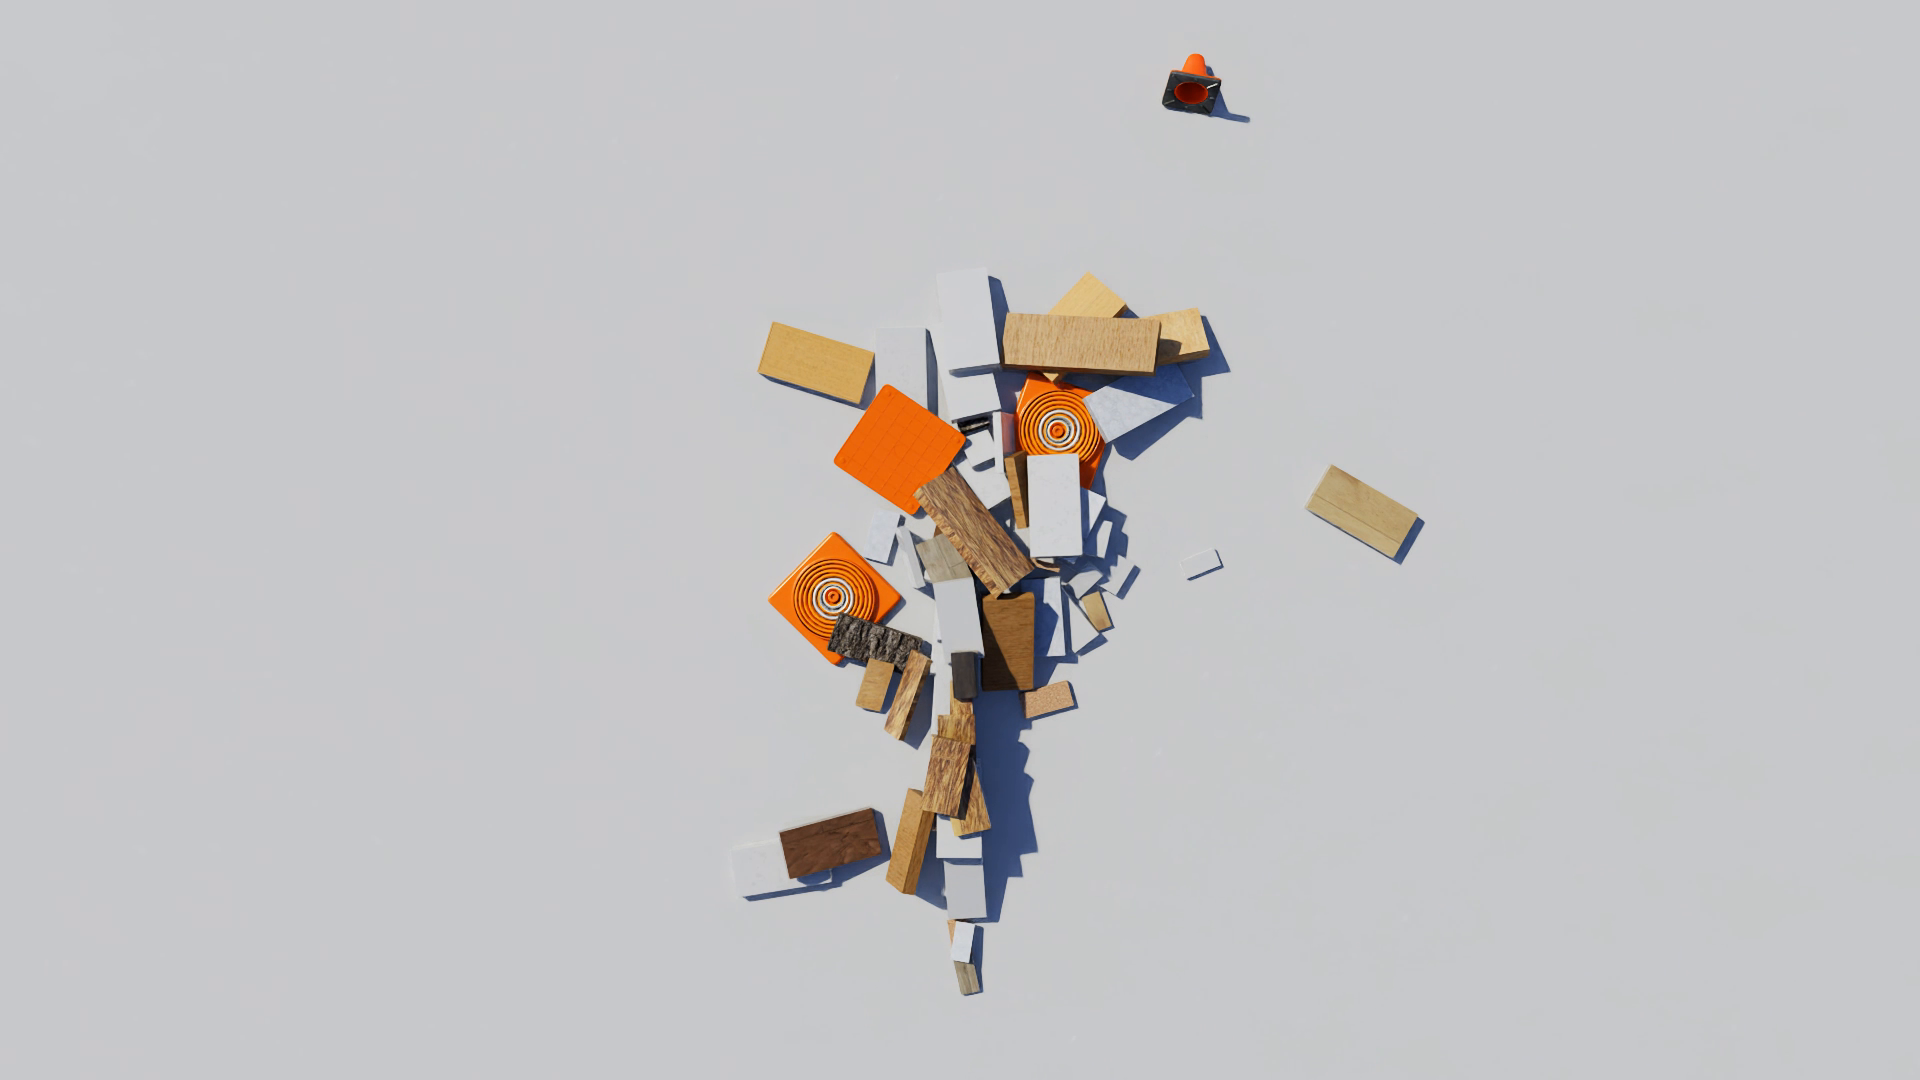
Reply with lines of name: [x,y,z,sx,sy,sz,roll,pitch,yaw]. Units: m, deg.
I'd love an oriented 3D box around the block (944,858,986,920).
block: [0.016,1.123,5.429,0.126,0.036,0.253,-4,107,1]

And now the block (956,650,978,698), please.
block: [0.022,0.432,5.309,0.073,0.021,0.154,-1,104,0]

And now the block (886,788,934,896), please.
block: [-0.160,0.989,5.419,0.044,0.157,0.314,14,90,-23]

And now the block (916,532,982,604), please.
block: [-0.035,0.108,5.371,0.128,0.036,0.256,-24,91,1]

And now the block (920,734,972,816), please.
block: [-0.046,0.753,5.266,0.120,0.034,0.239,11,97,2]

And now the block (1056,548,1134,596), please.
block: [0.444,0.069,5.483,0.241,0.034,0.121,31,90,0]

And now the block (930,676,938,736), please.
block: [-0.017,0.506,5.425,0.141,0.040,0.282,3,73,0]

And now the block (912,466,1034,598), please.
block: [0.045,-0.026,5.356,0.167,0.047,0.429,-34,83,-38]

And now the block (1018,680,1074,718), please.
block: [0.286,0.530,5.488,0.169,0.024,0.085,-16,90,0]

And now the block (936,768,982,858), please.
block: [-0.002,0.888,5.372,0.144,0.041,0.289,0,78,0]

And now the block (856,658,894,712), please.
block: [-0.282,0.480,5.453,0.085,0.024,0.169,14,110,-10]

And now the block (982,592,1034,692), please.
block: [0.155,0.334,5.400,0.167,0.047,0.335,-3,115,-6]

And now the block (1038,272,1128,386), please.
block: [0.368,-0.698,5.446,0.353,0.050,0.176,-47,70,0]

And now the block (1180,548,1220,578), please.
block: [0.799,0.078,5.491,0.122,0.017,0.061,-22,90,0]

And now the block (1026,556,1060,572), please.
block: [0.245,0.074,5.457,0.170,0.085,0.024,14,90,0]

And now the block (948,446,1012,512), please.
block: [0.072,-0.219,5.450,0.118,0.034,0.237,-32,77,-7]

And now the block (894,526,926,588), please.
block: [-0.166,0.056,5.438,0.029,0.101,0.203,-17,96,-12]

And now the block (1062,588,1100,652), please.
block: [0.358,0.263,5.476,0.101,0.029,0.203,-39,90,11]

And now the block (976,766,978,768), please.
block: [0.003,0.880,5.455,0.126,0.036,0.253,-2,78,0]

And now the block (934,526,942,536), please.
block: [-0.009,-0.077,5.440,0.118,0.034,0.237,14,72,1]

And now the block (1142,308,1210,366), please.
block: [0.640,-0.657,5.443,0.331,0.047,0.166,-11,64,0]

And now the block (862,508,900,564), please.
block: [-0.262,-0.016,5.488,0.085,0.024,0.170,16,90,0]

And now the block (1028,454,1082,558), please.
block: [0.310,-0.110,5.388,0.167,0.047,0.335,-2,82,6]

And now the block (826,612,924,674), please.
block: [-0.281,0.343,5.442,0.289,0.037,0.130,19,100,-12]

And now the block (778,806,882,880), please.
block: [-0.430,0.998,5.437,0.314,0.044,0.157,-13,91,-15]

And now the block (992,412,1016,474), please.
block: [0.147,-0.316,5.415,0.028,0.099,0.199,-4,87,28]

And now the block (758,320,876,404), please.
block: [-0.477,-0.588,5.475,0.353,0.050,0.176,17,90,0]

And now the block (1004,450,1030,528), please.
block: [0.204,-0.166,5.418,0.034,0.118,0.237,-6,102,25]

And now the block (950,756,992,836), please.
block: [0.012,0.823,5.305,0.120,0.034,0.239,-14,95,4]

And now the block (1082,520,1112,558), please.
block: [0.372,-0.023,5.445,0.241,0.034,0.121,13,83,8]

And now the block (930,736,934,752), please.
block: [-0.017,0.601,5.438,0.144,0.041,0.289,4,73,0]

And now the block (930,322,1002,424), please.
block: [0.017,-0.564,5.438,0.168,0.048,0.336,-13,77,0]

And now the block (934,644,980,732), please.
block: [-0.008,0.478,5.360,0.141,0.040,0.282,1,86,0]

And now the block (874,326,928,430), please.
block: [-0.195,-0.536,5.476,0.168,0.048,0.336,-1,90,0]

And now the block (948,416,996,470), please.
block: [0.046,-0.341,5.450,0.099,0.028,0.199,-23,71,-4]

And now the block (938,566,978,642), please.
block: [-0.009,0.209,5.430,0.128,0.036,0.256,1,73,-1]

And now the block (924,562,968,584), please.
block: [-0.031,0.026,5.445,0.128,0.036,0.256,13,73,0]

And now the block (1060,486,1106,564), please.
block: [0.374,-0.052,5.415,0.121,0.034,0.241,26,85,9]

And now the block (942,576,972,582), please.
block: [0.000,0.228,5.341,0.101,0.029,0.203,-8,97,-1]

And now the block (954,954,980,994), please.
block: [0.021,1.444,5.482,0.063,0.018,0.126,-12,98,0]

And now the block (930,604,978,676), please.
block: [-0.018,0.308,5.441,0.141,0.040,0.282,4,74,0]

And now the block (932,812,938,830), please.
block: [-0.019,0.810,5.432,0.144,0.041,0.289,0,78,0]

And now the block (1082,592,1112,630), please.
block: [0.454,0.238,5.491,0.061,0.017,0.122,-20,90,0]

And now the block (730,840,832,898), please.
block: [-0.593,1.080,5.478,0.314,0.044,0.157,-9,90,0]

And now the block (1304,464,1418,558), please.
block: [1.331,-0.096,5.477,0.331,0.047,0.166,30,90,0]

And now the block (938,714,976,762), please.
block: [-0.010,0.679,5.319,0.120,0.034,0.239,-1,109,0]

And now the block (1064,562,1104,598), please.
block: [0.411,0.134,5.462,0.061,0.017,0.122,42,116,-5]

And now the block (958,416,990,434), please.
block: [0.018,-0.456,5.456,0.099,0.028,0.199,-19,73,-2]

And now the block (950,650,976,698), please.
block: [0.011,0.431,5.272,0.073,0.021,0.146,-4,92,0]

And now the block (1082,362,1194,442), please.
block: [0.588,-0.470,5.447,0.331,0.047,0.166,-28,90,-11]

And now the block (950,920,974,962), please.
block: [0.008,1.331,5.463,0.063,0.018,0.126,9,82,3]

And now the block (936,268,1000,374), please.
block: [0.026,-0.722,5.425,0.168,0.048,0.336,-8,77,1]

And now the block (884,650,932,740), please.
block: [-0.172,0.511,5.435,0.024,0.085,0.290,9,105,-43]

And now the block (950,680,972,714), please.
block: [0.004,0.526,5.307,0.073,0.021,0.146,0,101,0]

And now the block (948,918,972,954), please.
block: [-0.001,1.324,5.491,0.063,0.018,0.126,-10,90,0]

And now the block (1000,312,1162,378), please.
block: [0.392,-0.637,5.371,0.509,0.050,0.176,5,78,16]

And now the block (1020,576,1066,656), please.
block: [0.276,0.254,5.454,0.130,0.037,0.259,-3,97,10]

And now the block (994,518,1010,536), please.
block: [0.118,0.024,5.488,0.085,0.024,0.193,3,90,0]

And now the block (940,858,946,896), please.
block: [0.002,1.053,5.482,0.126,0.036,0.253,1,90,0]

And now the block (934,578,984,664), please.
block: [-0.004,0.259,5.312,0.130,0.037,0.259,-9,98,-1]
